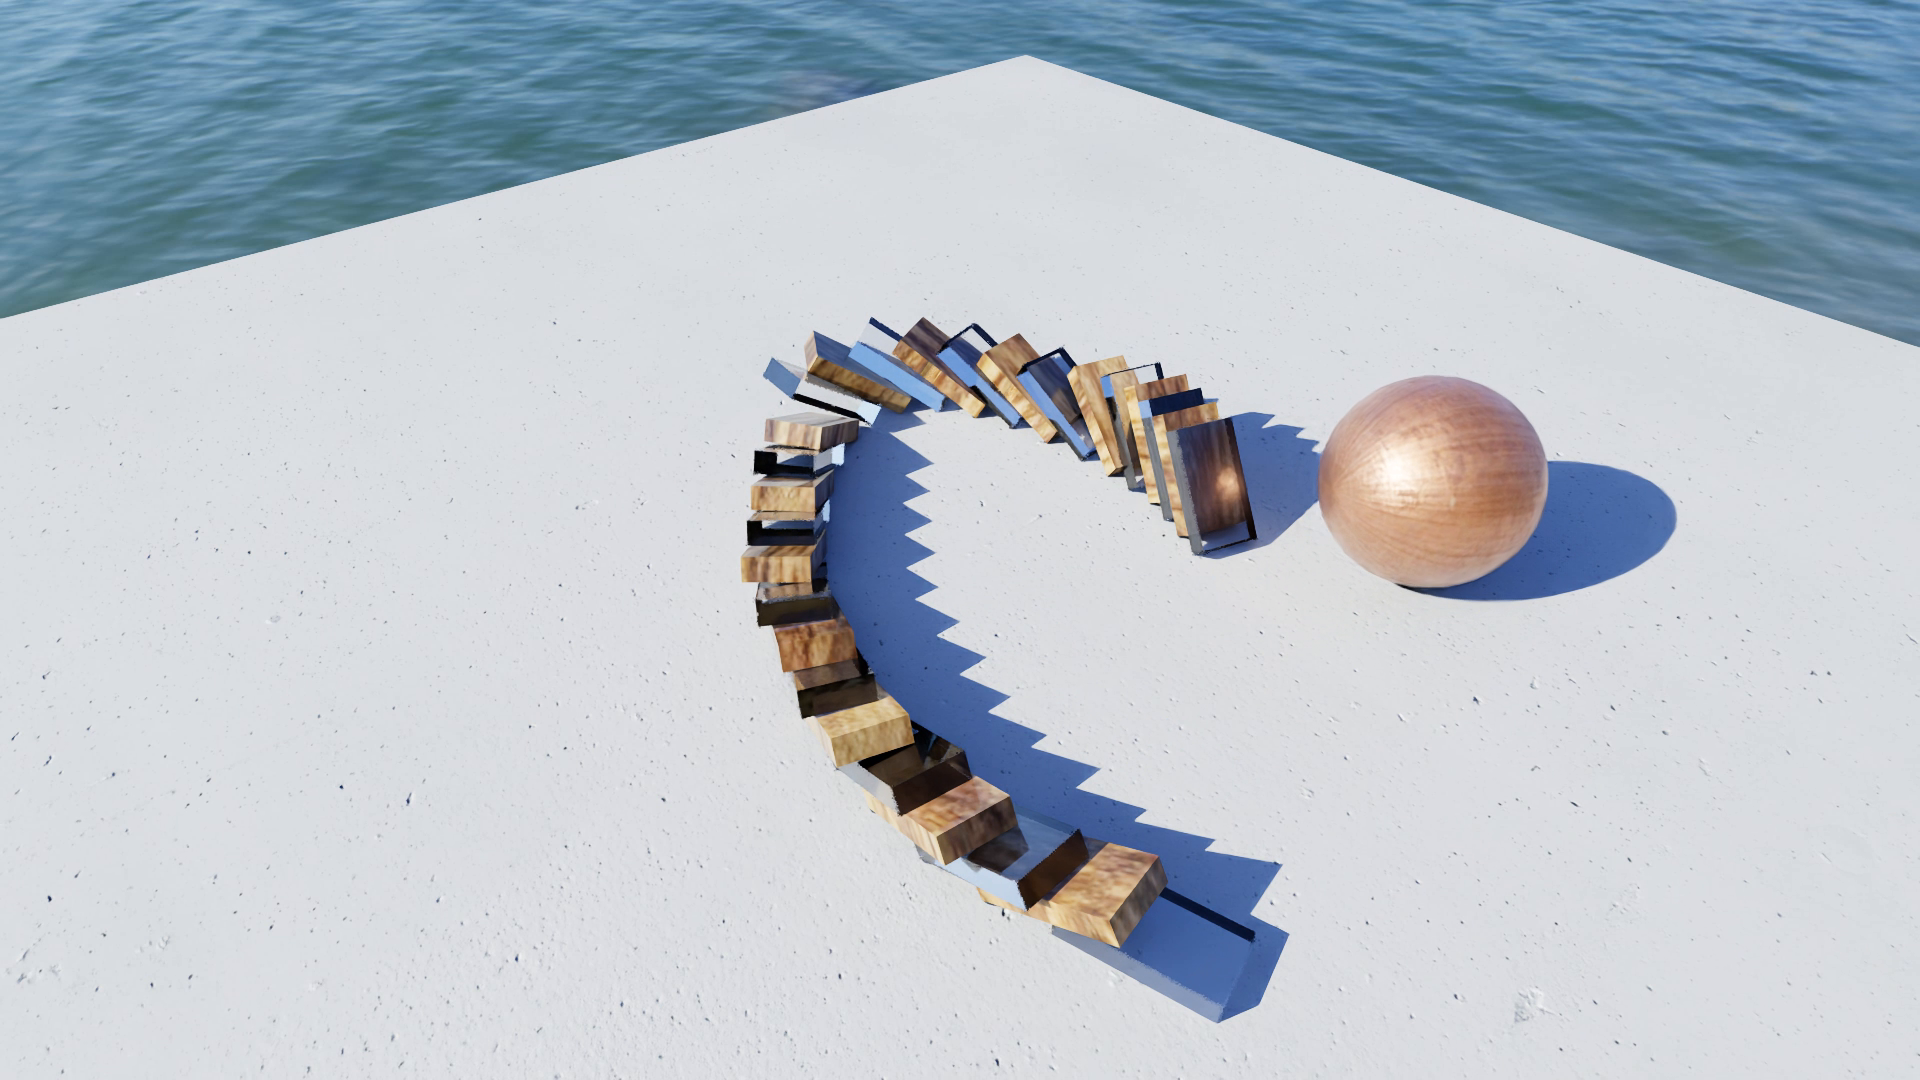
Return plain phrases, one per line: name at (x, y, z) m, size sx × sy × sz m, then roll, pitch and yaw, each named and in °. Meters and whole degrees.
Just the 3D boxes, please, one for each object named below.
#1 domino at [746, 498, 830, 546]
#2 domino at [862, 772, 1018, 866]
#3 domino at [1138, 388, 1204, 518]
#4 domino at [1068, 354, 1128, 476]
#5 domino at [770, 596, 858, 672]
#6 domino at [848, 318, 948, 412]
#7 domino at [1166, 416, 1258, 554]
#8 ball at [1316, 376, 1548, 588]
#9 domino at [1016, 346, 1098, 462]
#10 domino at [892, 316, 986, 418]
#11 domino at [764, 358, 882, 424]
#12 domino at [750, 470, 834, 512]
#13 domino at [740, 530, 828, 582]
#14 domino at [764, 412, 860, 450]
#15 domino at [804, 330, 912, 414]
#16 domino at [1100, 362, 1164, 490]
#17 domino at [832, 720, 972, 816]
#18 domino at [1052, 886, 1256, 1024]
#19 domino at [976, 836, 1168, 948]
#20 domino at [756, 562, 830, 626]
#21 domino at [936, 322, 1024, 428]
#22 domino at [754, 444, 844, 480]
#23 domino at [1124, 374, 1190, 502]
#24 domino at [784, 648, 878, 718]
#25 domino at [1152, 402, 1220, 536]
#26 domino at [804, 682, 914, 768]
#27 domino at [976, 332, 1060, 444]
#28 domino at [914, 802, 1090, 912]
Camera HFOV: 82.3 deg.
domino at (-0.067, -0.008, 0.435) m, size 0.025 × 0.010 × 0.050 m, roll 0°, pitch 12°, yaw 0°
domino at (-0.007, 0.079, 0.330) m, size 0.025 × 0.009 × 0.050 m, roll -23°, pitch 17°, yaw -25°
domino at (0.093, -0.036, 0.459) m, size 0.025 × 0.050 × 0.009 m, roll -15°, pitch 5°, yaw -17°
domino at (0.069, -0.056, 0.490) m, size 0.025 × 0.010 × 0.050 m, roll -16°, pitch 77°, yaw -19°
domino at (-0.053, 0.032, 0.387) m, size 0.025 × 0.010 × 0.050 m, roll -10°, pitch 13°, yaw -12°
domino at (-0.027, -0.084, 0.527) m, size 0.050 × 0.009 × 0.025 m, roll 31°, pitch 39°, yaw -11°
domino at (0.101, -0.022, 0.442) m, size 0.025 × 0.050 × 0.009 m, roll -15°, pitch 5°, yaw -17°
ball at (0.176, -0.022, 0.414) m, size 0.080 × 0.080 × 0.080 m, roll 0°, pitch 39°, yaw 0°
domino at (0.051, -0.063, 0.502) m, size 0.025 × 0.010 × 0.050 m, roll -29°, pitch 76°, yaw -30°
domino at (-0.005, -0.083, 0.526) m, size 0.050 × 0.009 × 0.025 m, roll 38°, pitch 44°, yaw -3°
domino at (-0.063, -0.068, 0.505) m, size 0.050 × 0.010 × 0.025 m, roll 12°, pitch 21°, yaw -49°
domino at (-0.068, -0.021, 0.452) m, size 0.025 × 0.009 × 0.050 m, roll 2°, pitch 12°, yaw 2°
domino at (-0.066, 0.006, 0.419) m, size 0.025 × 0.009 × 0.050 m, roll 0°, pitch 12°, yaw 0°
domino at (-0.064, -0.049, 0.485) m, size 0.025 × 0.010 × 0.050 m, roll 10°, pitch 12°, yaw 12°
domino at (-0.048, -0.079, 0.520) m, size 0.050 × 0.009 × 0.025 m, roll 22°, pitch 30°, yaw -27°
domino at (0.080, -0.049, 0.476) m, size 0.025 × 0.050 × 0.010 m, roll -15°, pitch 1°, yaw -17°
domino at (-0.020, 0.068, 0.343) m, size 0.025 × 0.010 × 0.050 m, roll -22°, pitch 17°, yaw -25°
domino at (0.054, 0.110, 0.309) m, size 0.050 × 0.010 × 0.025 m, roll 21°, pitch 44°, yaw 24°
domino at (0.030, 0.096, 0.310) m, size 0.050 × 0.009 × 0.025 m, roll 1°, pitch 31°, yaw 45°
domino at (-0.061, 0.019, 0.402) m, size 0.025 × 0.010 × 0.050 m, roll -6°, pitch 12°, yaw -6°
domino at (0.016, -0.078, 0.520) m, size 0.050 × 0.009 × 0.025 m, roll 45°, pitch 51°, yaw 5°
domino at (-0.068, -0.035, 0.469) m, size 0.025 × 0.010 × 0.050 m, roll 6°, pitch 12°, yaw 7°
domino at (0.088, -0.043, 0.467) m, size 0.025 × 0.050 × 0.009 m, roll -15°, pitch 5°, yaw -17°
domino at (-0.045, 0.045, 0.371) m, size 0.025 × 0.010 × 0.050 m, roll -12°, pitch 13°, yaw -14°
domino at (0.097, -0.029, 0.450) m, size 0.025 × 0.050 × 0.009 m, roll -15°, pitch 5°, yaw -17°
domino at (-0.035, 0.057, 0.357) m, size 0.025 × 0.010 × 0.050 m, roll -15°, pitch 14°, yaw -17°
domino at (0.034, -0.071, 0.512) m, size 0.025 × 0.009 × 0.050 m, roll -35°, pitch 80°, yaw -35°
domino at (0.010, 0.088, 0.318) m, size 0.025 × 0.009 × 0.050 m, roll -31°, pitch 21°, yaw -31°
